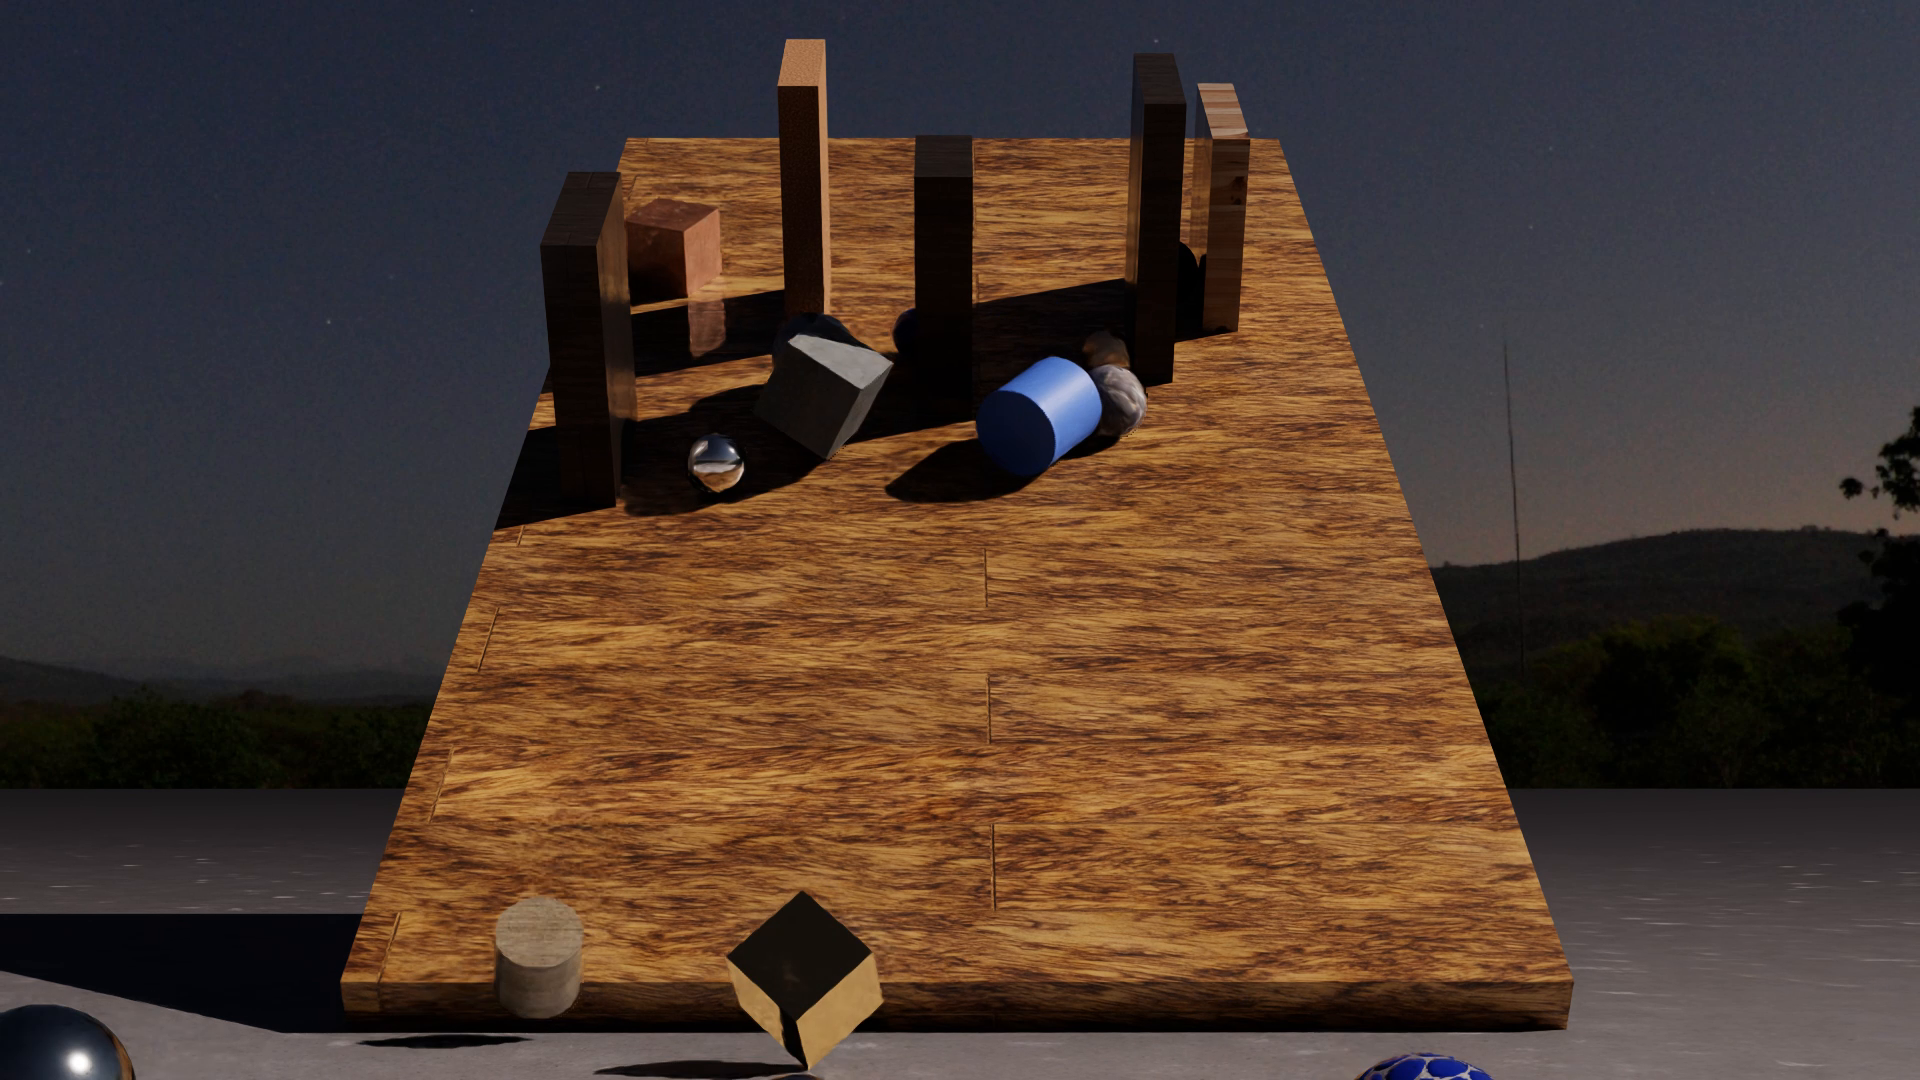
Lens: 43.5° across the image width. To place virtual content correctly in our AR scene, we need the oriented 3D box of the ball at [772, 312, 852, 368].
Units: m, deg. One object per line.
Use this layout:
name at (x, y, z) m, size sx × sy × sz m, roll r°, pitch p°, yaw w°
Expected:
ball at (-0.351, -0.444, 5.761) m, size 0.204 × 0.204 × 0.204 m, roll 0°, pitch -6°, yaw 0°

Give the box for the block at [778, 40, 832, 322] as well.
block at (-0.388, -0.876, 6.050) m, size 0.097 × 0.675 × 0.365 m, roll 0°, pitch 29°, yaw 0°

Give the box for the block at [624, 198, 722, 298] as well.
block at (-0.762, -0.777, 6.373) m, size 0.185 × 0.185 × 0.185 m, roll 12°, pitch 31°, yaw 21°

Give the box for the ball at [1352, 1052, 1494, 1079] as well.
ball at (0.388, 0.517, 1.997) m, size 0.179 × 0.179 × 0.179 m, roll 0°, pitch -6°, yaw 0°

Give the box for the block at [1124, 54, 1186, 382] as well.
block at (0.471, -0.784, 5.858) m, size 0.097 × 0.708 × 0.374 m, roll 0°, pitch 29°, yaw 0°

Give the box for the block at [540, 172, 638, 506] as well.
block at (-0.817, -0.449, 5.342) m, size 0.117 × 0.618 × 0.433 m, roll 0°, pitch 29°, yaw 0°

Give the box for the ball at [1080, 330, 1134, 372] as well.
ball at (0.356, -0.446, 5.843) m, size 0.131 × 0.131 × 0.131 m, roll 0°, pitch -6°, yaw 0°

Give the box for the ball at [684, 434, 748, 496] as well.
ball at (-0.541, -0.167, 5.330) m, size 0.139 × 0.139 × 0.139 m, roll 0°, pitch -6°, yaw 0°

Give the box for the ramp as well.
ramp at (-0.012, -0.216, 5.666) m, size 2.000 × 0.100 × 4.000 m, roll 0°, pitch 29°, yaw 0°

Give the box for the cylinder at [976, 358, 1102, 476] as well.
cylinder at (0.180, -0.282, 5.469) m, size 0.208 × 0.208 × 0.208 m, roll -4°, pitch 22°, yaw 37°

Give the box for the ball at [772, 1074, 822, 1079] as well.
ball at (-0.157, 0.576, 2.310) m, size 0.124 × 0.124 × 0.124 m, roll 0°, pitch -6°, yaw 0°

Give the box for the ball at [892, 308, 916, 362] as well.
ball at (-0.101, -0.509, 5.951) m, size 0.134 × 0.134 × 0.134 m, roll 0°, pitch -6°, yaw 0°

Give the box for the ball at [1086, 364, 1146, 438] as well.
ball at (0.346, -0.322, 5.582) m, size 0.170 × 0.170 × 0.170 m, roll 0°, pitch -6°, yaw 0°

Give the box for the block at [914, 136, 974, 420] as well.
block at (-0.038, -0.616, 5.657) m, size 0.132 × 0.607 × 0.275 m, roll 0°, pitch 29°, yaw 0°

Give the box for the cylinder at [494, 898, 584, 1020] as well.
cylinder at (-0.661, 0.656, 3.766) m, size 0.135 × 0.135 × 0.135 m, roll 1°, pitch -46°, yaw -10°

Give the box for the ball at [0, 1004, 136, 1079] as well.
ball at (-0.907, 0.550, 2.361) m, size 0.186 × 0.186 × 0.186 m, roll 0°, pitch -6°, yaw 0°

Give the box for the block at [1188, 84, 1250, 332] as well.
block at (0.664, -0.860, 6.195) m, size 0.092 × 0.514 × 0.424 m, roll 0°, pitch 29°, yaw 0°

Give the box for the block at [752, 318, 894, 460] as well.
block at (-0.310, -0.347, 5.460) m, size 0.199 × 0.199 × 0.199 m, roll 33°, pitch 29°, yaw 6°

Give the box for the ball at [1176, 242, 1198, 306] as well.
ball at (0.525, -0.693, 6.230) m, size 0.186 × 0.186 × 0.186 m, roll 0°, pitch -6°, yaw 0°

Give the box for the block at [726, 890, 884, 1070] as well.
block at (-0.218, 0.621, 3.393) m, size 0.146 × 0.146 × 0.146 m, roll 36°, pitch -28°, yaw 29°
